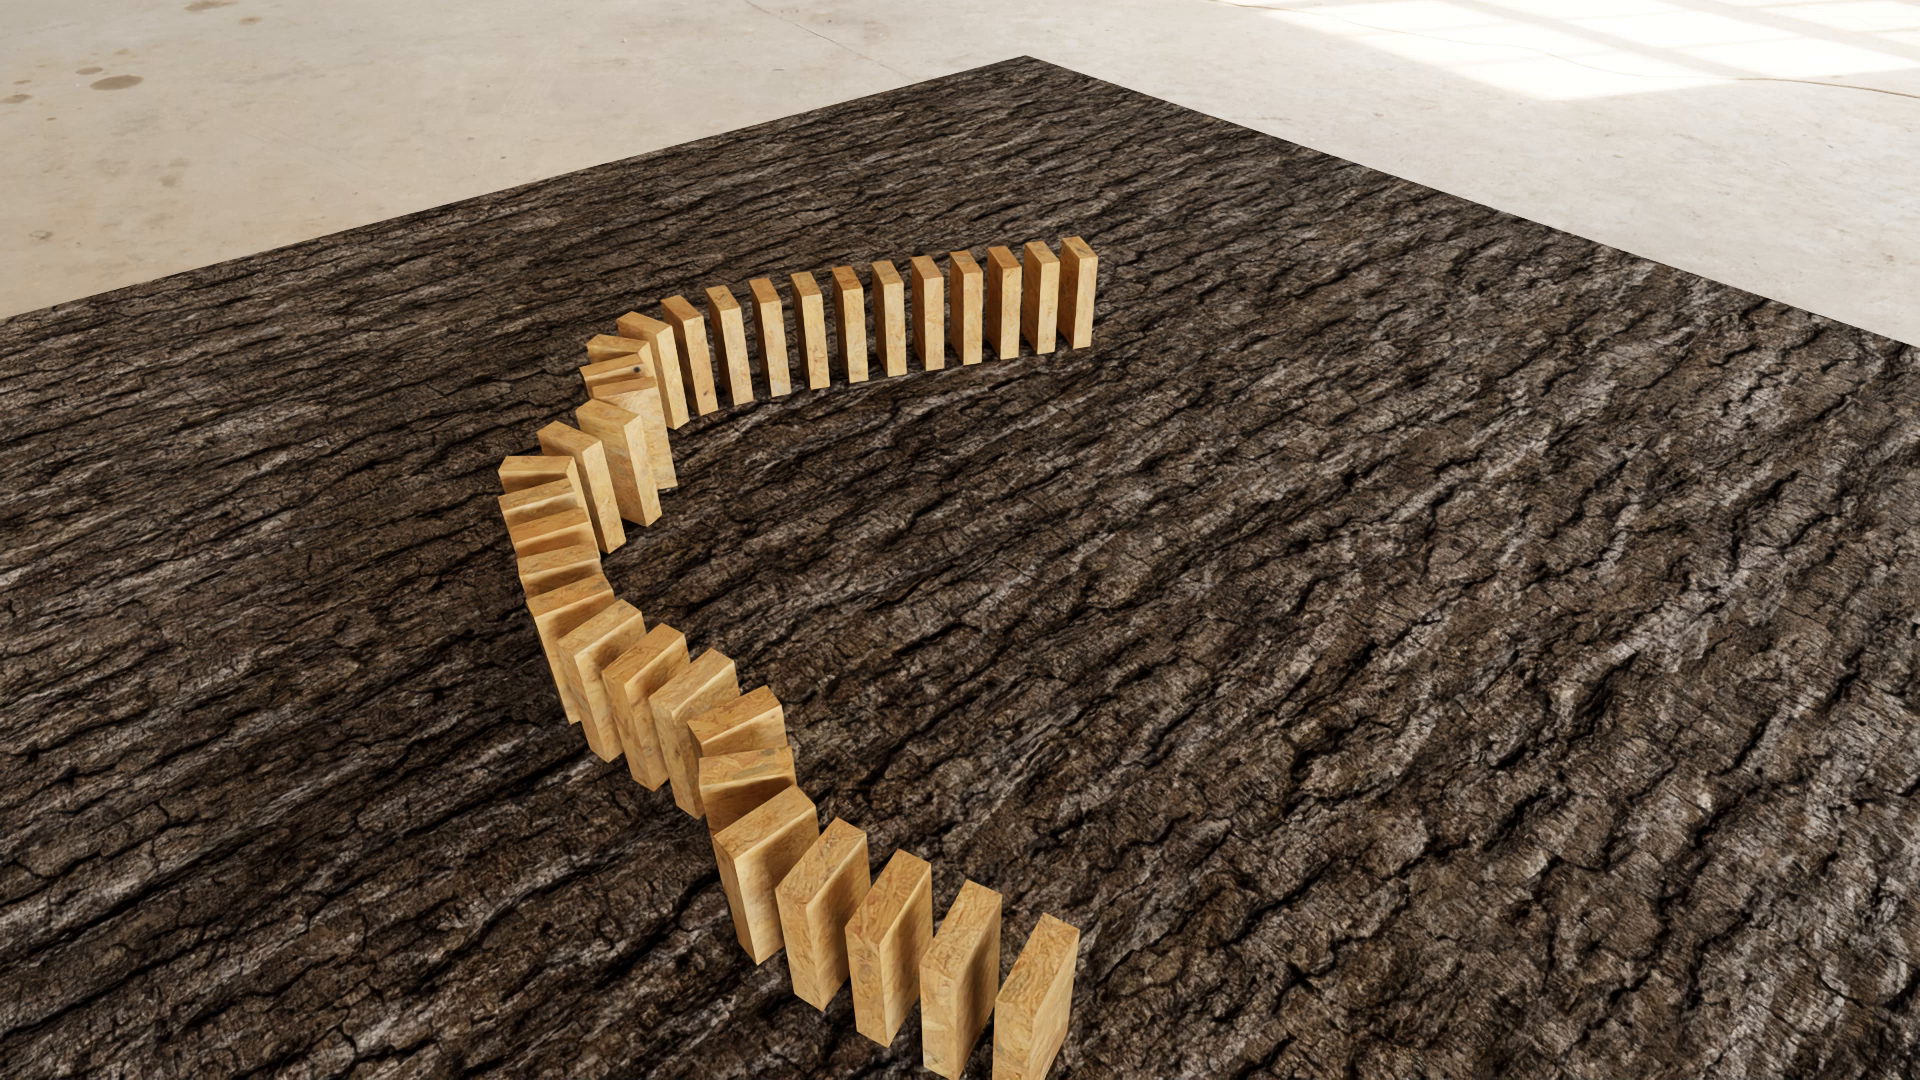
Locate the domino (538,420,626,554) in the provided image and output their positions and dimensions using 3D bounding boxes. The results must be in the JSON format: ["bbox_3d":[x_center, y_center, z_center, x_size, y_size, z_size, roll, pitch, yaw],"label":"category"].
[{"bbox_3d":[-0.150,-0.020,0.436,0.025,0.050,0.009,22,44,25],"label":"domino"}]

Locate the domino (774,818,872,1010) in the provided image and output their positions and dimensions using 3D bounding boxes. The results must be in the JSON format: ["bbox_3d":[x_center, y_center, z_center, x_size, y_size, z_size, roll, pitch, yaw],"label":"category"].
[{"bbox_3d":[-0.035,0.099,0.290,0.010,0.050,0.025,21,44,24],"label":"domino"}]

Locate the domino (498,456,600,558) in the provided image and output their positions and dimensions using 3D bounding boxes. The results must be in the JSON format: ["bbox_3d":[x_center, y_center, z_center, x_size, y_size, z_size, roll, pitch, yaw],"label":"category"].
[{"bbox_3d":[-0.157,-0.009,0.422,0.025,0.050,0.010,0,39,0],"label":"domino"}]

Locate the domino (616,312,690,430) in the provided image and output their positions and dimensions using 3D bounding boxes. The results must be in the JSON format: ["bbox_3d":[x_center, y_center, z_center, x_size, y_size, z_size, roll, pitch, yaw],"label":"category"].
[{"bbox_3d":[-0.141,-0.078,0.506,0.025,0.050,0.010,23,44,25],"label":"domino"}]

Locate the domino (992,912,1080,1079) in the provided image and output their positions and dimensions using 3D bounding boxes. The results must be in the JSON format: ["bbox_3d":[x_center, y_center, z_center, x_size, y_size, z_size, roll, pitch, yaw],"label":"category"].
[{"bbox_3d":[0.018,0.117,0.269,0.009,0.050,0.025,19,43,22],"label":"domino"}]

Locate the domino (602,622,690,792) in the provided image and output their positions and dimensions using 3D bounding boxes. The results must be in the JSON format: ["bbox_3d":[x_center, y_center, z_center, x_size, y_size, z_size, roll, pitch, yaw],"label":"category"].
[{"bbox_3d":[-0.095,0.053,0.347,0.010,0.050,0.025,22,44,25],"label":"domino"}]

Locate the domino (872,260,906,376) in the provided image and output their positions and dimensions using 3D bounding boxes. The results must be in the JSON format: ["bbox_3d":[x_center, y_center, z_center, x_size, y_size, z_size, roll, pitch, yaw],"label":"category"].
[{"bbox_3d":[-0.035,-0.110,0.545,0.010,0.050,0.025,-11,41,-13],"label":"domino"}]

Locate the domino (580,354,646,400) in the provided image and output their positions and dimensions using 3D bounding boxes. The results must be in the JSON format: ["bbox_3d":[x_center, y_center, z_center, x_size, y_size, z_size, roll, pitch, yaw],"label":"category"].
[{"bbox_3d":[-0.146,-0.054,0.477,0.025,0.050,0.010,-19,43,-21],"label":"domino"}]

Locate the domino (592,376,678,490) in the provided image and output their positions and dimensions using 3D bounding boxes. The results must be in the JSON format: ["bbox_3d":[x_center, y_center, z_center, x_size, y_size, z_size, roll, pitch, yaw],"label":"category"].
[{"bbox_3d":[-0.137,-0.043,0.464,0.025,0.050,0.009,-13,41,-16],"label":"domino"}]

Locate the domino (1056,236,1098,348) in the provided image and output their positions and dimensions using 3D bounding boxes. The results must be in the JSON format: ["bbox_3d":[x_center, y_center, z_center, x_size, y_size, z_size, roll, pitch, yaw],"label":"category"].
[{"bbox_3d":[0.060,-0.127,0.567,0.010,0.050,0.025,-11,41,-13],"label":"domino"}]

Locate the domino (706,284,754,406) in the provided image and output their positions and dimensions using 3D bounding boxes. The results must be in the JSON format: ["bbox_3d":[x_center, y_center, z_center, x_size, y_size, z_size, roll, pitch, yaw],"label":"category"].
[{"bbox_3d":[-0.110,-0.093,0.525,0.009,0.050,0.025,-17,42,-20],"label":"domino"}]

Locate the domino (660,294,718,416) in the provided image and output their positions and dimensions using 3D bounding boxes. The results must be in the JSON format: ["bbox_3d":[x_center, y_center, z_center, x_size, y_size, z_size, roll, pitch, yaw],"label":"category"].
[{"bbox_3d":[-0.127,-0.086,0.517,0.010,0.050,0.025,-24,45,-27],"label":"domino"}]

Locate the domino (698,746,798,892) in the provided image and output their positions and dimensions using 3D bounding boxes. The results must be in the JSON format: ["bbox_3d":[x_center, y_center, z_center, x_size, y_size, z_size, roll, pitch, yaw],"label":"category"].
[{"bbox_3d":[-0.058,0.080,0.313,0.025,0.050,0.009,-7,40,-8],"label":"domino"}]

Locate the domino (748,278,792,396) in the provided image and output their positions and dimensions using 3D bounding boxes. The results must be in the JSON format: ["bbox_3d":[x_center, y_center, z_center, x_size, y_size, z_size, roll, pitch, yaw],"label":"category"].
[{"bbox_3d":[-0.092,-0.098,0.531,0.009,0.050,0.025,-13,41,-16],"label":"domino"}]

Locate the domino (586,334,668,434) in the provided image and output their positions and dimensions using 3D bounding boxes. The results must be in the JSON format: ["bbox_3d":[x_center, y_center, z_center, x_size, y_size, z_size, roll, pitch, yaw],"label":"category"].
[{"bbox_3d":[-0.148,-0.066,0.492,0.025,0.050,0.009,10,40,12],"label":"domino"}]

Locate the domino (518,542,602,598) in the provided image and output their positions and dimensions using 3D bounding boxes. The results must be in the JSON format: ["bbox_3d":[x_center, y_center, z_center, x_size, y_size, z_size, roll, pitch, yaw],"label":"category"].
[{"bbox_3d":[-0.133,0.025,0.380,0.025,0.050,0.009,-14,41,-17],"label":"domino"}]

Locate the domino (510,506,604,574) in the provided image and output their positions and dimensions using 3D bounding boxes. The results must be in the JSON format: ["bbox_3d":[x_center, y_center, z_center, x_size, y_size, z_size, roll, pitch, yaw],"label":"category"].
[{"bbox_3d":[-0.141,0.014,0.394,0.025,0.050,0.009,-19,43,-21],"label":"domino"}]

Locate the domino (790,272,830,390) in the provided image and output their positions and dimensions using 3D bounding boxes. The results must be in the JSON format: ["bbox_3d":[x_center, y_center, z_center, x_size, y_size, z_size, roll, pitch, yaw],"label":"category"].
[{"bbox_3d":[-0.073,-0.102,0.536,0.010,0.050,0.025,-12,41,-14],"label":"domino"}]

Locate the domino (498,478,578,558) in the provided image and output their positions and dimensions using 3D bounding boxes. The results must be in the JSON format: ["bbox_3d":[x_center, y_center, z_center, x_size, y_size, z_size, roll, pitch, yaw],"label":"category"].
[{"bbox_3d":[-0.151,0.003,0.408,0.025,0.050,0.009,-18,43,-21],"label":"domino"}]

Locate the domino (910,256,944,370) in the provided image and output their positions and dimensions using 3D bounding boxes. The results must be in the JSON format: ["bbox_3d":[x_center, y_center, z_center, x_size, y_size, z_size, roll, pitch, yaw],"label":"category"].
[{"bbox_3d":[-0.016,-0.113,0.550,0.009,0.050,0.025,-11,41,-13],"label":"domino"}]

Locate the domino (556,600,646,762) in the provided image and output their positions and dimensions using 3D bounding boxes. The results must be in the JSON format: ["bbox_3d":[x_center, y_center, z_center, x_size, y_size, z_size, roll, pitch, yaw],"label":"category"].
[{"bbox_3d":[-0.112,0.046,0.355,0.010,0.050,0.025,27,46,29],"label":"domino"}]

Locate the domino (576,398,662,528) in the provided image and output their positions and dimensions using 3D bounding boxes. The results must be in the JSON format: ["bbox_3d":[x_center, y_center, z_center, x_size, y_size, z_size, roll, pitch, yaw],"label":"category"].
[{"bbox_3d":[-0.139,-0.031,0.449,0.025,0.050,0.009,19,43,21],"label":"domino"}]

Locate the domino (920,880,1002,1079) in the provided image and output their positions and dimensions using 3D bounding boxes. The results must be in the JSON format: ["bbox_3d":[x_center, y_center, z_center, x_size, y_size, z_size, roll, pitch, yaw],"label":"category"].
[{"bbox_3d":[0.000,0.111,0.276,0.010,0.050,0.025,17,42,20],"label":"domino"}]

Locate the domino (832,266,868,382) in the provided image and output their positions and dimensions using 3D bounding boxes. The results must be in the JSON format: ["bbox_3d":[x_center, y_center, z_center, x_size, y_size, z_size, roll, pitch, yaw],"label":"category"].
[{"bbox_3d":[-0.054,-0.106,0.541,0.009,0.050,0.025,-11,41,-14],"label":"domino"}]

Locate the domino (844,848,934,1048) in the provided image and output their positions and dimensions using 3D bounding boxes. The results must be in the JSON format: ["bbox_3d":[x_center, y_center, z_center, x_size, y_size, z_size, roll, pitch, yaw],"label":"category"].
[{"bbox_3d":[-0.017,0.105,0.283,0.010,0.050,0.025,18,43,21],"label":"domino"}]

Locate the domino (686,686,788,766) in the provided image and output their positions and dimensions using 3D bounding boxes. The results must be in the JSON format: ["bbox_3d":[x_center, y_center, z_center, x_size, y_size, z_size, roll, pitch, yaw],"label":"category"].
[{"bbox_3d":[-0.064,0.068,0.328,0.025,0.050,0.009,-24,45,-26],"label":"domino"}]

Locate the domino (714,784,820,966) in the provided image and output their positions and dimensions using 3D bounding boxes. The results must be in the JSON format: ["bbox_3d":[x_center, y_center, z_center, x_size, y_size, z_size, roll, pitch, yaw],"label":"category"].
[{"bbox_3d":[-0.050,0.092,0.300,0.025,0.050,0.009,-29,48,-31],"label":"domino"}]

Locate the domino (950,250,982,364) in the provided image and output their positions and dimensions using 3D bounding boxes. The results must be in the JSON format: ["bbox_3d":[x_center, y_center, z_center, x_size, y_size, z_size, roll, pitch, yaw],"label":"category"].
[{"bbox_3d":[0.003,-0.117,0.554,0.009,0.050,0.025,-11,40,-13],"label":"domino"}]

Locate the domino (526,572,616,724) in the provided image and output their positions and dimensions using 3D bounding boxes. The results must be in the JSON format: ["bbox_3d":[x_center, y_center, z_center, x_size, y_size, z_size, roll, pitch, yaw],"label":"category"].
[{"bbox_3d":[-0.125,0.037,0.367,0.025,0.050,0.010,-22,44,-25],"label":"domino"}]

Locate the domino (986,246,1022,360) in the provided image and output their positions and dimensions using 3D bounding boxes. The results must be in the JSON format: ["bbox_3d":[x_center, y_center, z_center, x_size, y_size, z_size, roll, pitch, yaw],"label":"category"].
[{"bbox_3d":[0.022,-0.120,0.558,0.010,0.050,0.025,-10,40,-13],"label":"domino"}]

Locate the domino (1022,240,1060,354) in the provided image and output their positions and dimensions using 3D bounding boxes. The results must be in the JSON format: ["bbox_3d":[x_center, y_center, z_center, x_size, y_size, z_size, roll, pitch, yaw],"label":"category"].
[{"bbox_3d":[0.041,-0.124,0.563,0.009,0.050,0.025,-11,40,-13],"label":"domino"}]

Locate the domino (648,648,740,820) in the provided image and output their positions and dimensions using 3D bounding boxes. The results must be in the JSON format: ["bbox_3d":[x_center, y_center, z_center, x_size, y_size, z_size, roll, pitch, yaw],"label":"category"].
[{"bbox_3d":[-0.079,0.060,0.338,0.009,0.050,0.025,24,45,26],"label":"domino"}]
